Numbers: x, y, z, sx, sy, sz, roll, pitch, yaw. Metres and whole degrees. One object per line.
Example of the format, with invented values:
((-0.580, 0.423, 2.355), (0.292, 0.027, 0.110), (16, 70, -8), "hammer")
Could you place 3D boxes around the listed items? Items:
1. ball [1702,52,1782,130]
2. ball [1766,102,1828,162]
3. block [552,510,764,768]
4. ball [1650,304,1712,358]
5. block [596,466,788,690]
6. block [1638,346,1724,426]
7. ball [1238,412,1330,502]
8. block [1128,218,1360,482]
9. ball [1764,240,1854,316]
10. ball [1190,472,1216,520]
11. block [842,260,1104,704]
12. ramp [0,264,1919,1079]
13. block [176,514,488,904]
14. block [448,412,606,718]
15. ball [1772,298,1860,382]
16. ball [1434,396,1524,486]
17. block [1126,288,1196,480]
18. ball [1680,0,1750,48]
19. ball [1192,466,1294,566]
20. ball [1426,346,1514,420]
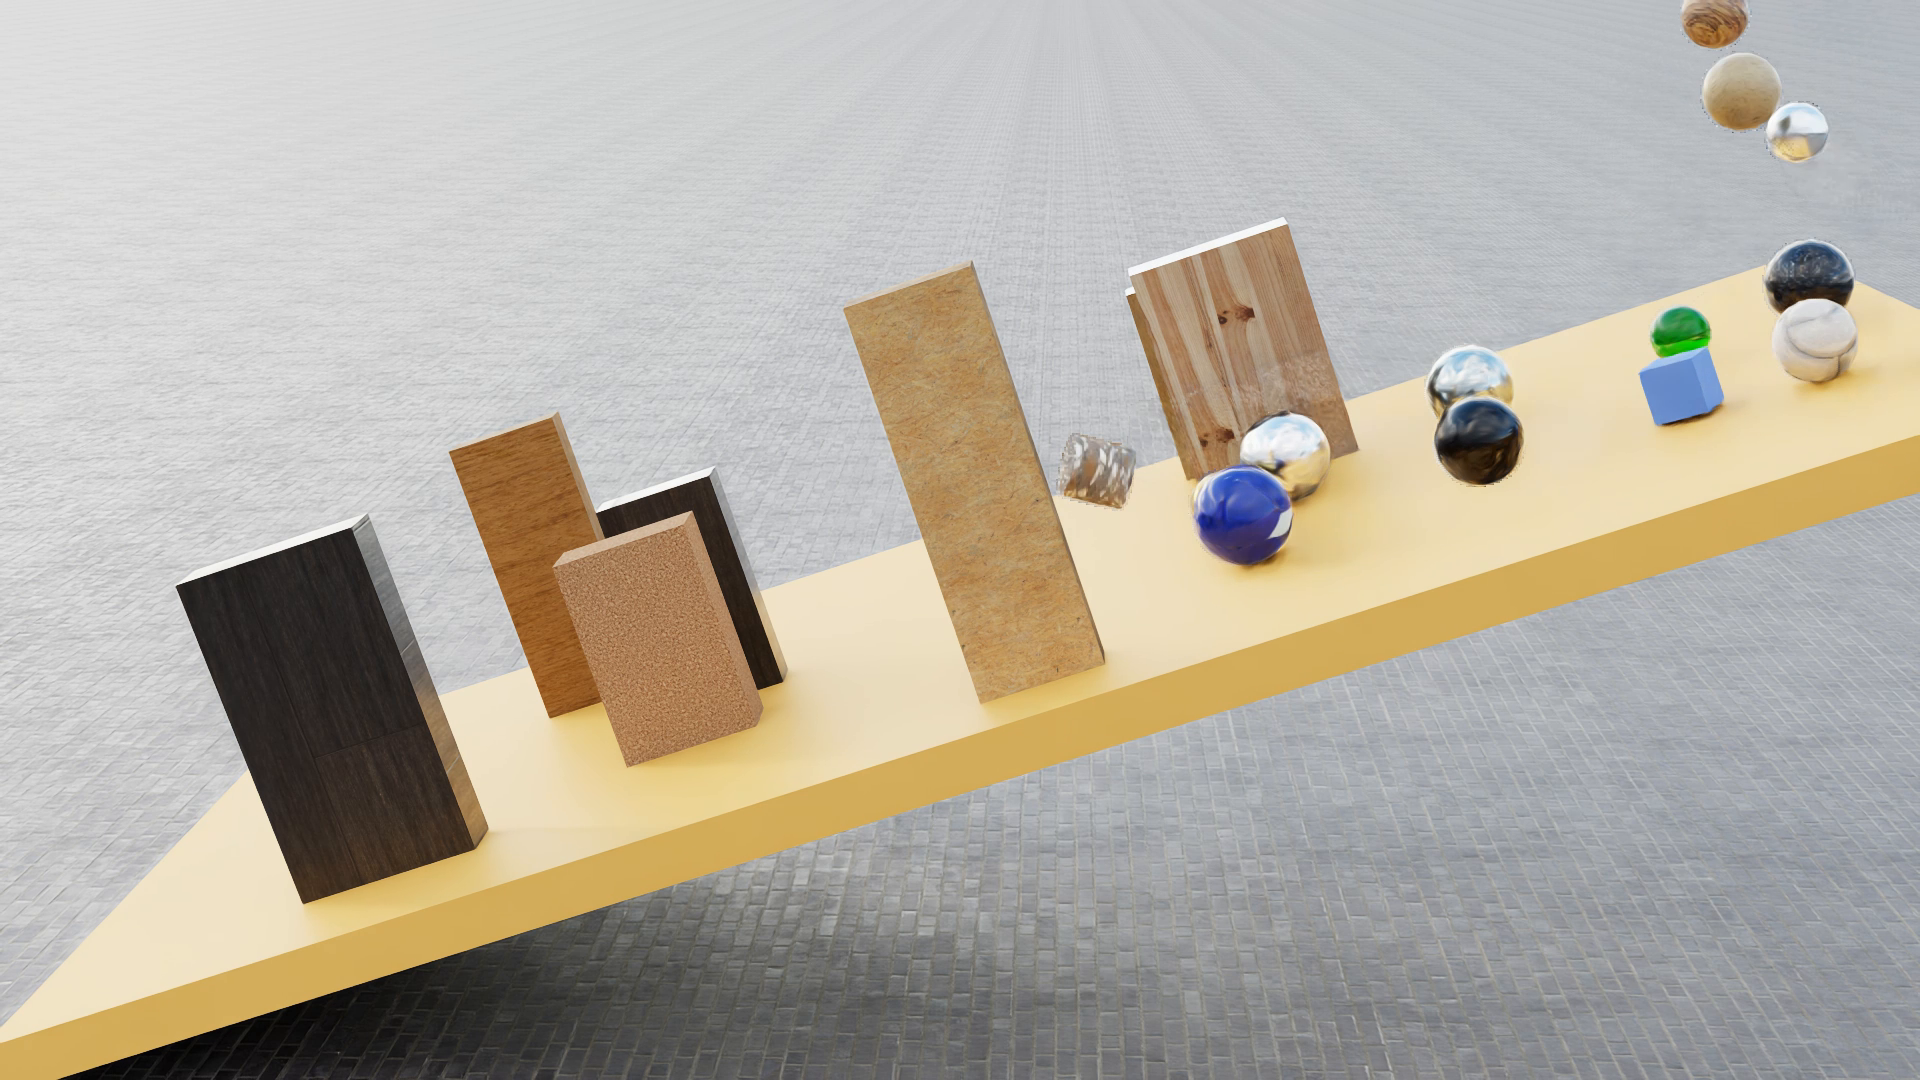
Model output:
((1.593, -0.913, 5.991), (0.157, 0.157, 0.157), (0, 12, 0), "ball")
((1.730, -0.842, 6.080), (0.124, 0.124, 0.124), (0, 12, 0), "ball")
((-0.612, 0.201, 5.990), (0.281, 0.439, 0.141), (-18, 11, 6), "block")
((1.544, -0.439, 6.304), (0.130, 0.130, 0.130), (0, 12, 0), "ball")
((-0.570, 0.111, 6.281), (0.255, 0.471, 0.109), (-18, 11, 6), "block")
((1.433, -0.306, 5.842), (0.112, 0.112, 0.112), (-15, 7, 34), "block")
((0.694, -0.177, 6.287), (0.195, 0.195, 0.195), (0, 12, 0), "ball")
((0.637, -0.407, 6.613), (0.366, 0.536, 0.141), (-18, 11, 6), "block")
((1.803, -0.546, 6.246), (0.184, 0.184, 0.184), (0, 12, 0), "ball")
((0.553, -0.072, 6.133), (0.146, 0.146, 0.146), (0, 12, 0), "ball")
((0.030, -0.106, 5.483), (0.246, 0.787, 0.105), (-18, 11, 6), "block")
((0.106, 0.181, 6.306), (4.000, 0.100, 2.000), (-18, 11, 6), "ramp")
((-1.223, 0.331, 5.758), (0.365, 0.676, 0.136), (-18, 11, 6), "block")
((-0.921, 0.058, 6.668), (0.248, 0.651, 0.086), (-18, 11, 6), "block")
((1.671, -0.390, 5.745), (0.164, 0.164, 0.164), (0, 12, 0), "ball")
((1.033, -0.198, 5.851), (0.178, 0.178, 0.178), (0, 12, 0), "ball")
((0.599, -0.409, 6.895), (0.293, 0.460, 0.111), (-18, 11, 6), "block")
((1.452, -1.010, 5.656), (0.128, 0.128, 0.128), (0, 12, 0), "ball")
((0.564, -0.050, 5.861), (0.199, 0.199, 0.199), (0, 12, 0), "ball")
((1.101, -0.326, 6.348), (0.187, 0.187, 0.187), (0, 12, 0), "ball")
